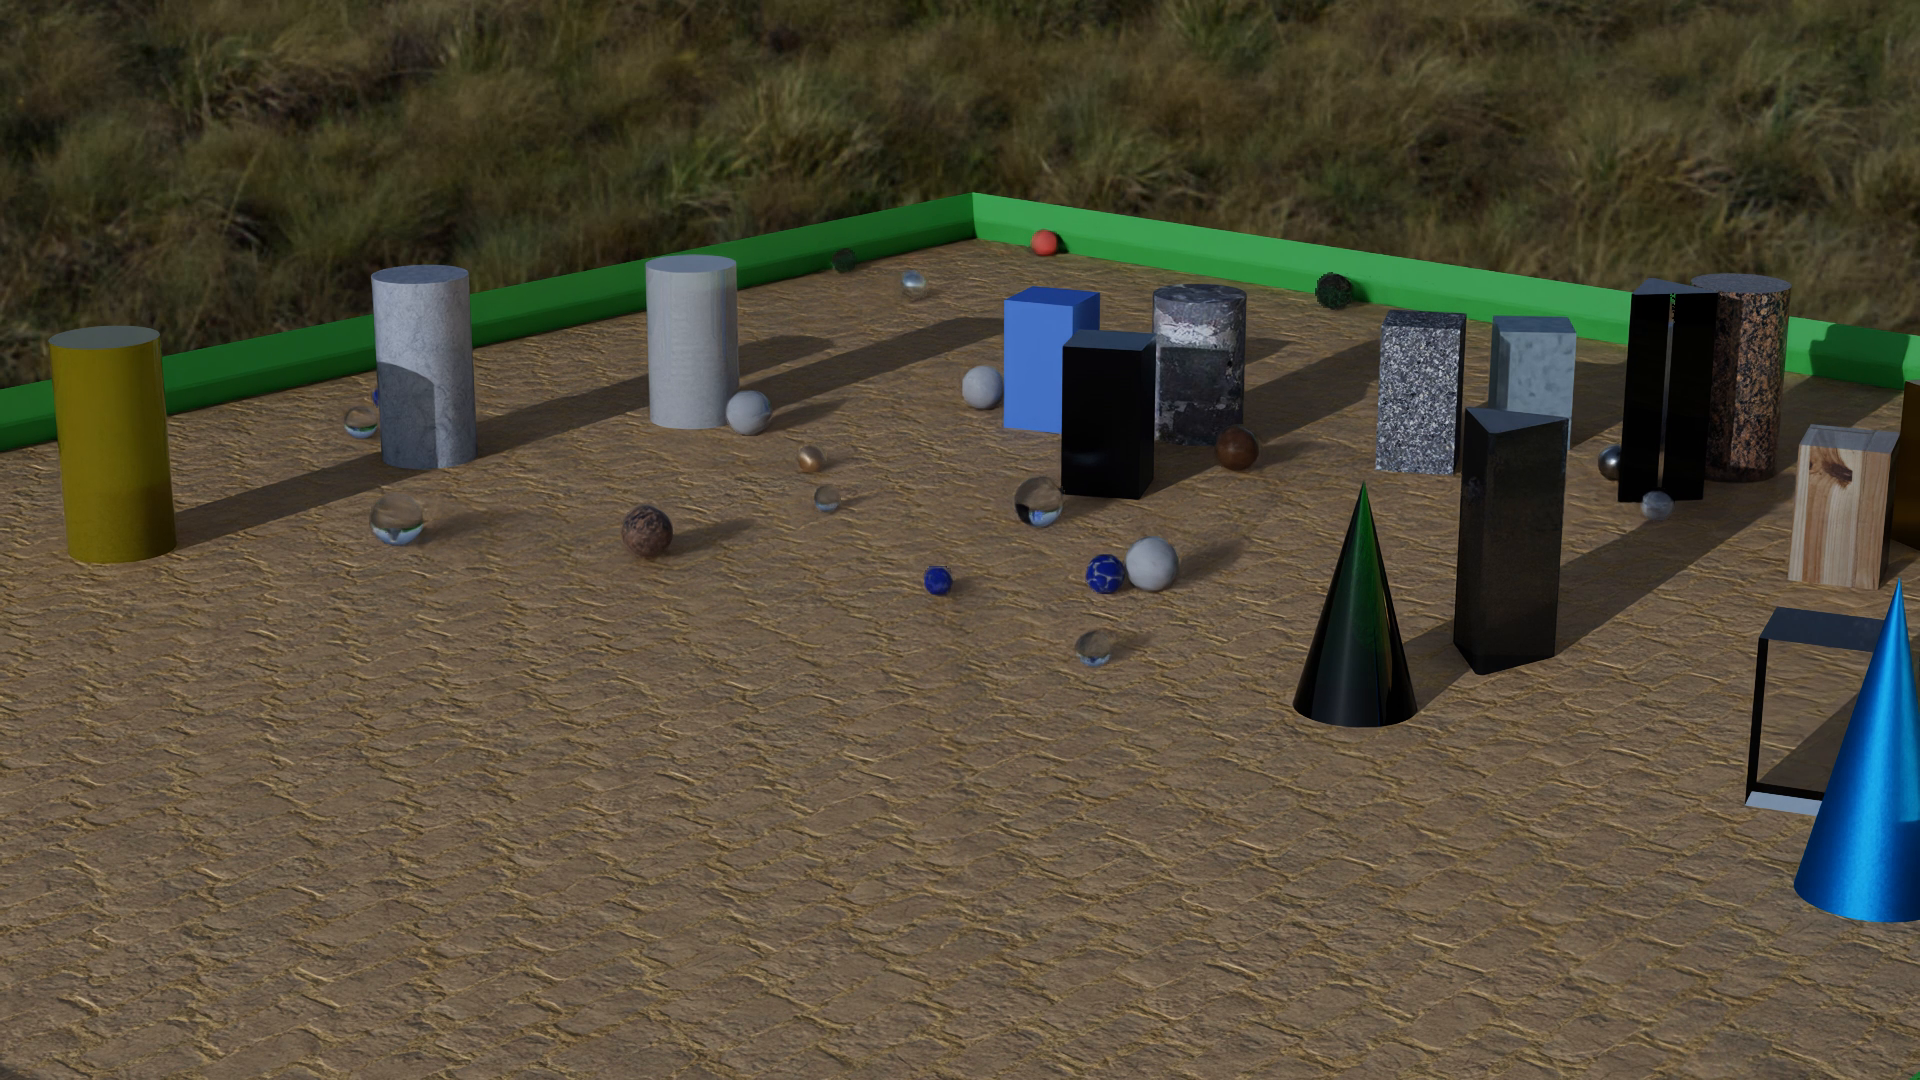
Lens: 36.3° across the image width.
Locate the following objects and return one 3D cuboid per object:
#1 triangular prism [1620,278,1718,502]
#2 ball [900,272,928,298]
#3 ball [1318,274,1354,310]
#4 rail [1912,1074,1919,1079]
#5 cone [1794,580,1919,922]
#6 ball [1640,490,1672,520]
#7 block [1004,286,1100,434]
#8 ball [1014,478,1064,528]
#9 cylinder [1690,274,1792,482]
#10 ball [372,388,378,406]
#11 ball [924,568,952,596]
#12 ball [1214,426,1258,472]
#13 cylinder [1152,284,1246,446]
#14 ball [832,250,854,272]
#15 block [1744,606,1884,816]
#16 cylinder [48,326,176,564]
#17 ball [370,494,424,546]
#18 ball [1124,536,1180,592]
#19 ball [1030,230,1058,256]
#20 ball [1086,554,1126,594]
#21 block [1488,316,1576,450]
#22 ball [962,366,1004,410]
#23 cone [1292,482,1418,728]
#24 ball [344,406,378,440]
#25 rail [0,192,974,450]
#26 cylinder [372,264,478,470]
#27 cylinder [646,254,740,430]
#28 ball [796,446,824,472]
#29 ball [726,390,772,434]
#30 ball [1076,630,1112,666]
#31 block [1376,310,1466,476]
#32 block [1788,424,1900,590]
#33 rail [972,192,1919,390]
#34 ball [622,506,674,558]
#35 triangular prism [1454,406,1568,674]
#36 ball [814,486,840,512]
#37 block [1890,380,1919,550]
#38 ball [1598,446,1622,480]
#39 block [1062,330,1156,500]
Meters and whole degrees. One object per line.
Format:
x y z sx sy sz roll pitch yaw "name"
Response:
1.355 -0.294 5.710 0.168 0.411 0.145 -2 17 -6 "triangular prism"
-0.118 -0.650 7.484 0.068 0.068 0.068 0 17 0 "ball"
0.942 -0.624 7.359 0.089 0.089 0.089 0 17 0 "ball"
1.589 0.430 3.800 0.045 0.126 5.006 14 22 39 "rail"
1.208 0.257 3.832 0.194 0.440 0.194 0 17 0 "cone"
1.322 -0.065 5.562 0.058 0.058 0.058 0 17 0 "ball"
0.196 -0.384 6.240 0.155 0.276 0.155 7 18 23 "block"
0.148 -0.071 5.521 0.094 0.094 0.094 0 17 0 "ball"
1.546 -0.325 5.859 0.194 0.384 0.194 0 17 0 "cylinder"
-1.253 -0.310 6.386 0.052 0.052 0.052 0 17 0 "ball"
-0.038 0.073 5.121 0.049 0.049 0.049 0 17 0 "ball"
0.557 -0.183 5.899 0.089 0.089 0.089 0 17 0 "ball"
0.499 -0.368 6.142 0.194 0.303 0.194 0 17 0 "cylinder"
-0.313 -0.742 7.802 0.061 0.061 0.061 0 17 0 "ball"
1.224 0.247 4.191 0.155 0.253 0.155 7 18 23 "block"
-1.542 -0.176 5.342 0.194 0.397 0.194 0 17 0 "cylinder"
-1.037 -0.037 5.402 0.096 0.096 0.096 0 17 0 "ball"
0.336 0.042 5.142 0.096 0.096 0.096 0 17 0 "ball"
0.230 -0.813 8.013 0.074 0.074 0.074 0 17 0 "ball"
0.255 0.059 5.131 0.069 0.069 0.069 0 17 0 "ball"
1.190 -0.329 6.111 0.155 0.246 0.155 1 17 4 "block"
0.052 -0.332 6.379 0.097 0.097 0.097 0 17 0 "ball"
0.617 0.083 4.533 0.194 0.368 0.194 0 17 0 "cone"
-1.255 -0.246 6.143 0.068 0.068 0.068 0 17 0 "ball"
-1.589 -0.367 6.441 0.045 0.126 5.006 14 22 39 "rail"
-1.087 -0.353 5.958 0.194 0.380 0.194 0 17 0 "cylinder"
-0.571 -0.425 6.270 0.194 0.338 0.194 0 17 0 "cylinder"
-0.300 -0.163 5.891 0.055 0.055 0.055 0 17 0 "ball"
-0.443 -0.270 6.174 0.096 0.096 0.096 0 17 0 "ball"
0.217 0.177 4.760 0.058 0.058 0.058 0 17 0 "ball"
0.931 -0.299 5.922 0.155 0.298 0.155 4 17 13 "block"
1.573 -0.060 5.216 0.155 0.249 0.155 7 18 22 "block"
1.625 -0.509 6.913 4.256 0.126 0.045 14 22 39 "rail"
-0.568 -0.015 5.336 0.093 0.093 0.093 0 17 0 "ball"
0.865 -0.006 4.769 0.168 0.403 0.145 -11 20 -32 "triangular prism"
-0.256 -0.079 5.624 0.050 0.050 0.050 0 17 0 "ball"
1.831 -0.134 5.369 0.155 0.302 0.155 -6 18 -20 "block"
1.305 -0.153 5.831 0.071 0.071 0.071 0 17 0 "ball"
0.292 -0.248 5.753 0.155 0.297 0.155 4 17 14 "block"
